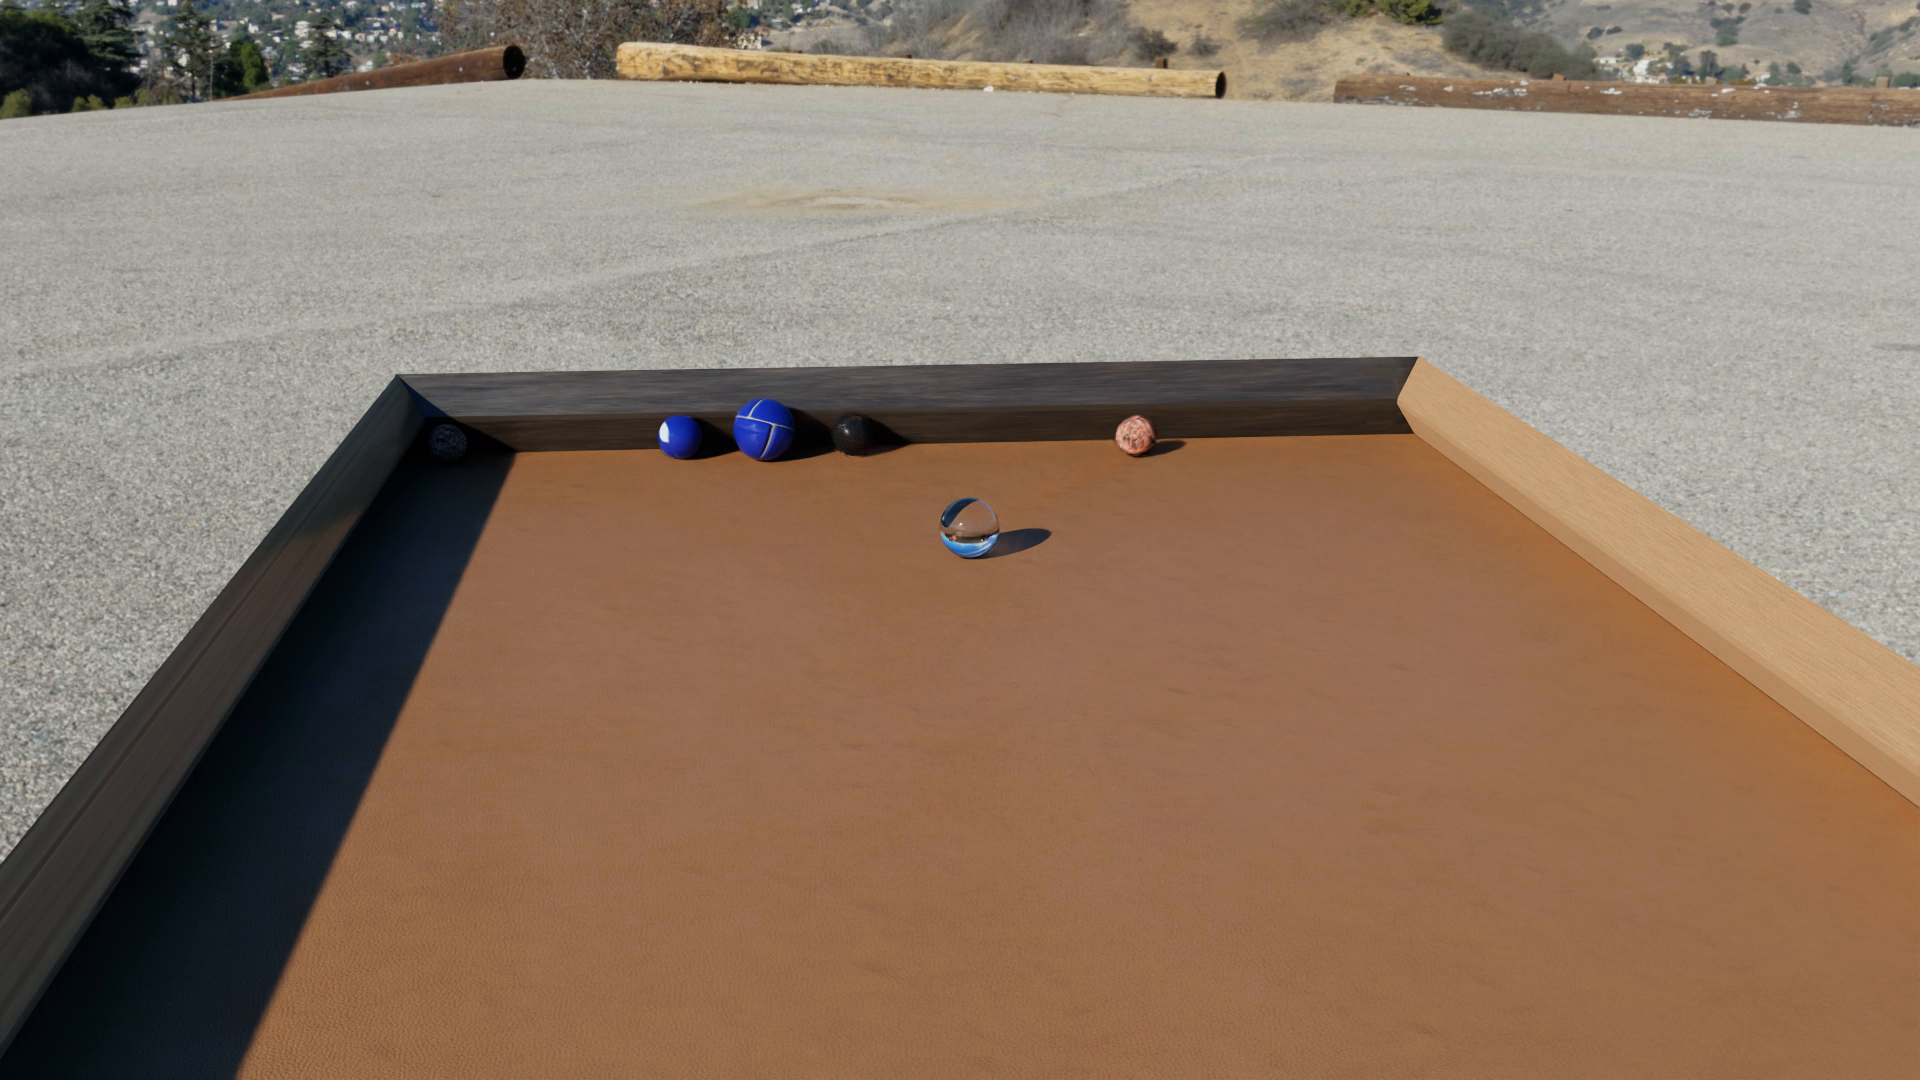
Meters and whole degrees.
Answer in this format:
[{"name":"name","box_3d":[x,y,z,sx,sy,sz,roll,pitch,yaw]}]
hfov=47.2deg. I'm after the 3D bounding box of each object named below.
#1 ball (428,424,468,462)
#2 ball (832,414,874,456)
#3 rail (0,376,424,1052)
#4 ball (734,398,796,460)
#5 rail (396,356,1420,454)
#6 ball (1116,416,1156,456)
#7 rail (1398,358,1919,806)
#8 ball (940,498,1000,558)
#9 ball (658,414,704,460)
[{"name":"ball","box_3d":[-0.749,-0.141,3.214,0.057,0.057,0.057,0,15,0]},{"name":"ball","box_3d":[-0.159,-0.157,3.259,0.062,0.062,0.062,0,15,0]},{"name":"rail","box_3d":[-0.683,0.168,1.959,0.045,0.119,2.708,-1,15,-5]},{"name":"ball","box_3d":[-0.286,-0.162,3.222,0.092,0.092,0.092,0,15,0]},{"name":"rail","box_3d":[-0.060,-0.199,3.303,1.546,0.119,0.045,-1,15,-5]},{"name":"ball","box_3d":[0.260,-0.154,3.255,0.059,0.059,0.059,0,15,0]},{"name":"rail","box_3d":[0.809,0.131,2.092,0.045,0.119,2.708,-1,15,-5]},{"name":"ball","box_3d":[0.012,-0.015,2.718,0.075,0.075,0.075,0,15,0]},{"name":"ball","box_3d":[-0.411,-0.152,3.235,0.065,0.065,0.065,0,15,0]}]
